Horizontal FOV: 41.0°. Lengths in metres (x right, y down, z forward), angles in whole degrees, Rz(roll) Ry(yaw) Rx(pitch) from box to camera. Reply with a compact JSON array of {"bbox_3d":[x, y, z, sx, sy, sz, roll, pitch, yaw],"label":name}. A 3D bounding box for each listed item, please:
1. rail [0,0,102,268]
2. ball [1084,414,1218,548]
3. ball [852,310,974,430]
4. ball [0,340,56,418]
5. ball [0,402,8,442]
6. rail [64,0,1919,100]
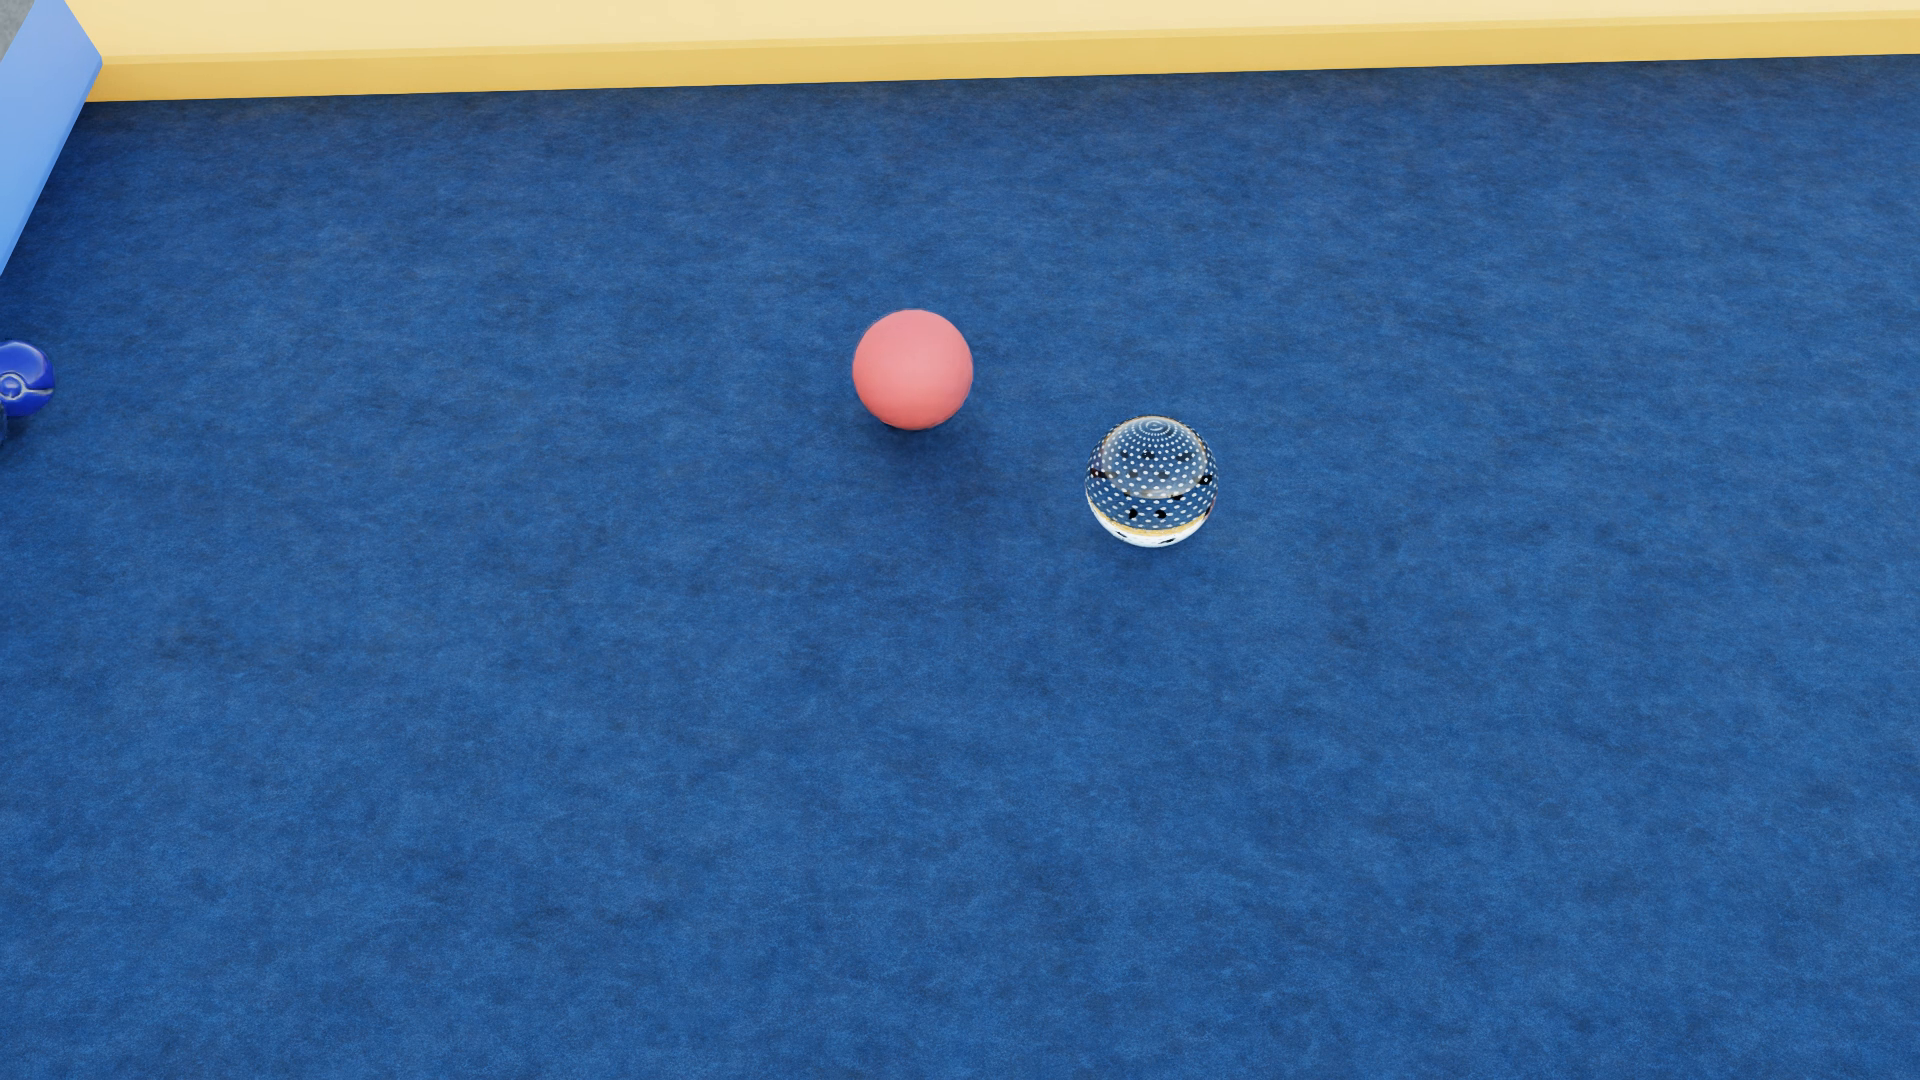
[{"bbox_3d":[-0.728,0.004,1.655,0.045,0.118,1.538,-2,36,-3],"label":"rail"},{"bbox_3d":[0.130,-0.040,1.741,0.091,0.091,0.091,0,36,0],"label":"ball"},{"bbox_3d":[-0.034,-0.123,1.859,0.087,0.087,0.087,0,36,0],"label":"ball"},{"bbox_3d":[-0.691,-0.117,1.878,0.057,0.057,0.057,0,36,0],"label":"ball"},{"bbox_3d":[-0.709,-0.085,1.837,0.051,0.051,0.051,0,36,0],"label":"ball"},{"bbox_3d":[0.707,-0.483,2.331,3.014,0.118,0.045,-2,36,-3],"label":"rail"}]
